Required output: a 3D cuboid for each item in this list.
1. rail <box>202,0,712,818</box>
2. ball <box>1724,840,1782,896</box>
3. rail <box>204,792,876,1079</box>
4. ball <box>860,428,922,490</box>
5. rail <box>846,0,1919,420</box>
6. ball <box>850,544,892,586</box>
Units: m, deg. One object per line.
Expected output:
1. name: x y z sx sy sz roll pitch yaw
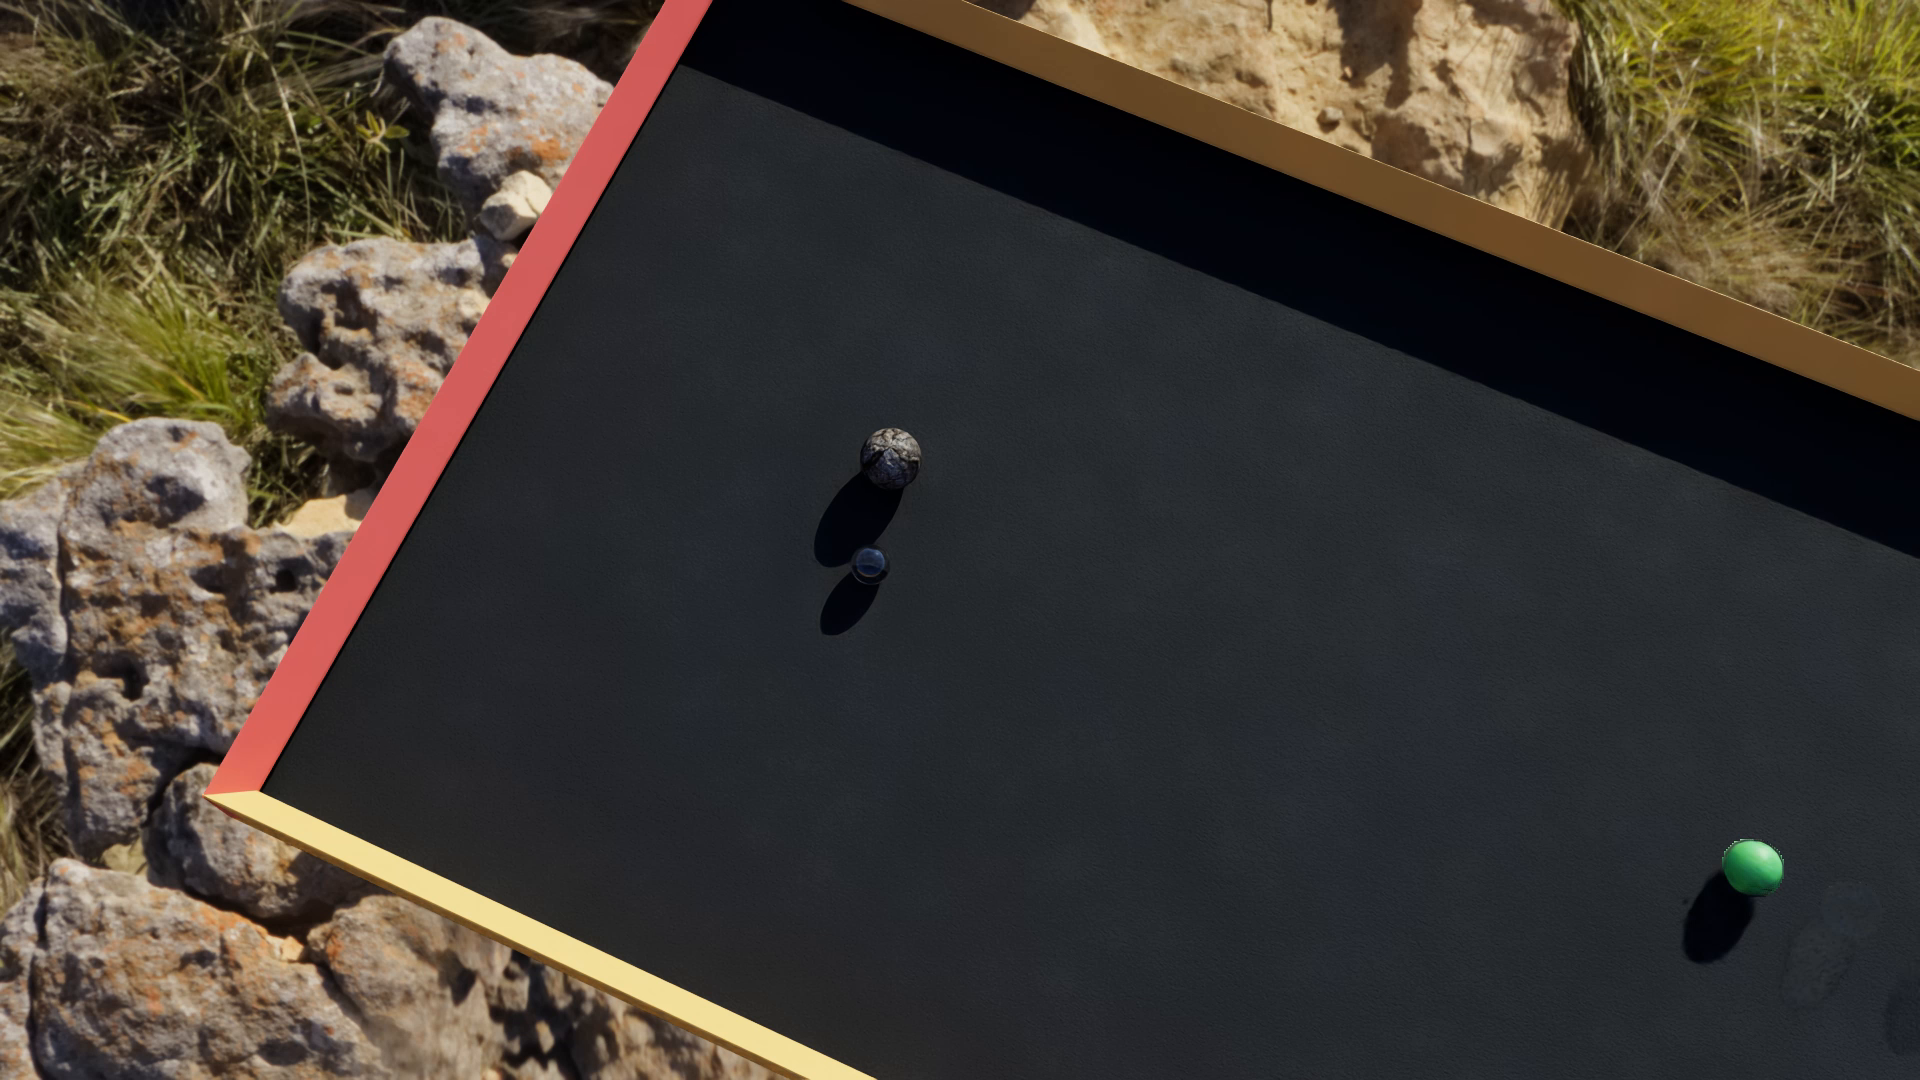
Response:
1. rail: -0.735 -0.321 3.527 0.045 0.127 1.696 23 72 8
2. ball: 1.175 0.486 3.259 0.082 0.082 0.082 0 70 0
3. rail: 0.417 1.019 3.039 3.322 0.127 0.045 23 72 8
4. ball: -0.109 -0.128 3.474 0.098 0.098 0.098 0 70 0
5. rail: 1.097 -0.392 3.553 3.322 0.127 0.045 23 72 8
6. ball: -0.139 0.038 3.431 0.064 0.064 0.064 0 70 0
